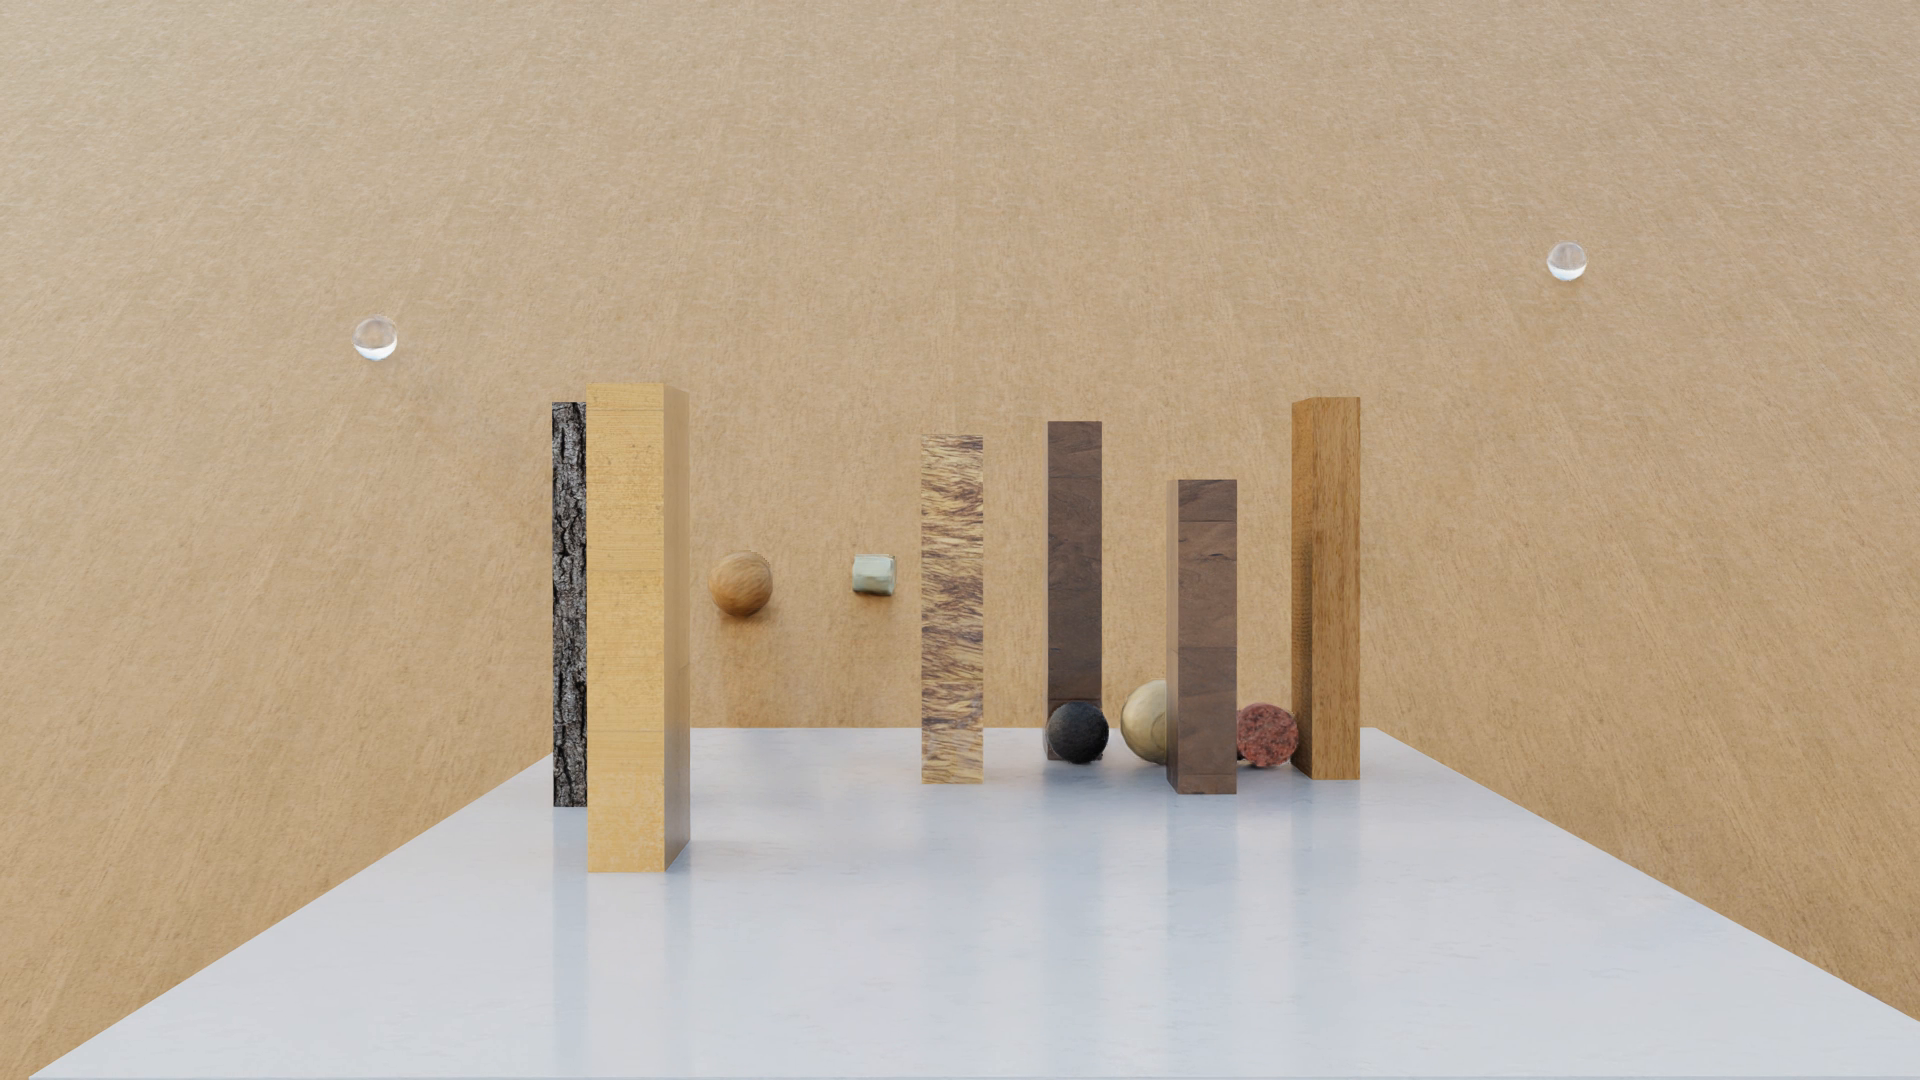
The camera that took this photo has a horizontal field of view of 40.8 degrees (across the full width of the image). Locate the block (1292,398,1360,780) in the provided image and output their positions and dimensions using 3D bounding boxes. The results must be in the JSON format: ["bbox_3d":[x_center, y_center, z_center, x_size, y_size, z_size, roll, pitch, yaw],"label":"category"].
[{"bbox_3d":[0.780,0.098,5.522,0.099,0.793,0.337,0,1,0],"label":"block"}]

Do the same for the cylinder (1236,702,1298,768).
[{"bbox_3d":[0.662,0.424,5.623,0.134,0.134,0.134,0,-2,1],"label":"cylinder"}]

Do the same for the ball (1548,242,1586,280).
[{"bbox_3d":[2.240,-1.028,9.531,0.142,0.142,0.142,0,28,0],"label":"ball"}]

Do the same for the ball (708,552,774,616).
[{"bbox_3d":[-0.617,0.125,7.273,0.182,0.182,0.182,0,28,0],"label":"ball"}]

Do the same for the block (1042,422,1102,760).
[{"bbox_3d":[0.256,0.111,5.934,0.120,0.756,0.357,0,1,0],"label":"block"}]

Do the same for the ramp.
[{"bbox_3d":[0.062,0.559,4.597,2.000,0.100,4.000,0,1,0],"label":"ramp"}]

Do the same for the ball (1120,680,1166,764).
[{"bbox_3d":[0.444,0.400,5.683,0.185,0.185,0.185,0,28,0],"label":"ball"}]

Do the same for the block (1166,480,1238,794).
[{"bbox_3d":[0.488,0.189,5.229,0.116,0.621,0.283,0,1,0],"label":"block"}]

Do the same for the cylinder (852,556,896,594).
[{"bbox_3d":[-0.247,0.100,7.401,0.105,0.105,0.105,4,28,9],"label":"cylinder"}]

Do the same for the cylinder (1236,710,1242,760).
[{"bbox_3d":[0.586,0.432,5.750,0.115,0.115,0.115,-9,1,-17],"label":"cylinder"}]

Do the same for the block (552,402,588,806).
[{"bbox_3d":[-0.730,0.120,5.074,0.080,0.766,0.384,0,1,0],"label":"block"}]

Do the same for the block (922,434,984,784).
[{"bbox_3d":[-0.016,0.139,5.444,0.126,0.715,0.337,0,1,0],"label":"block"}]

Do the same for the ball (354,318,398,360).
[{"bbox_3d":[-2.010,-0.692,8.880,0.148,0.148,0.148,0,28,0],"label":"ball"}]

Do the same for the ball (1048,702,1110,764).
[{"bbox_3d":[0.260,0.424,5.692,0.137,0.137,0.137,0,28,0],"label":"ball"}]

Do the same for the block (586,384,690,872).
[{"bbox_3d":[-0.521,0.134,4.214,0.120,0.762,0.391,0,1,0],"label":"block"}]
